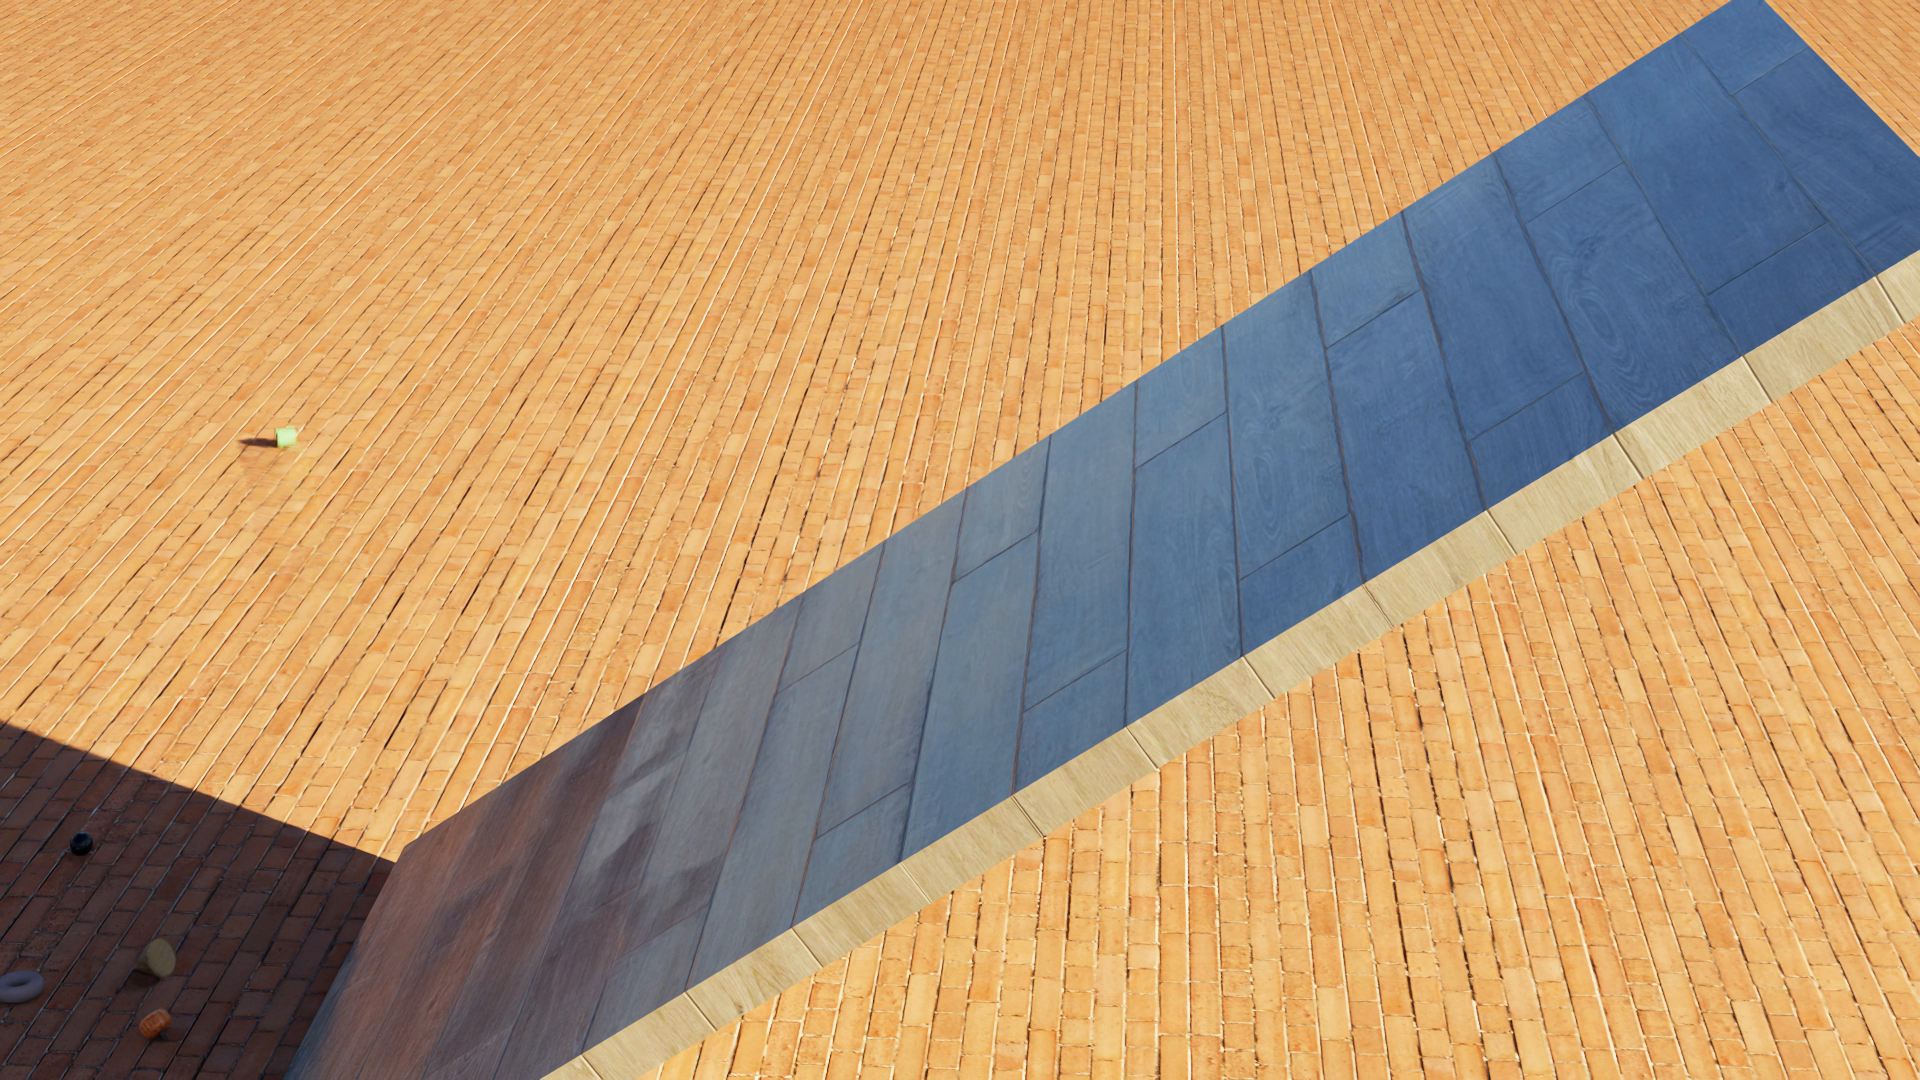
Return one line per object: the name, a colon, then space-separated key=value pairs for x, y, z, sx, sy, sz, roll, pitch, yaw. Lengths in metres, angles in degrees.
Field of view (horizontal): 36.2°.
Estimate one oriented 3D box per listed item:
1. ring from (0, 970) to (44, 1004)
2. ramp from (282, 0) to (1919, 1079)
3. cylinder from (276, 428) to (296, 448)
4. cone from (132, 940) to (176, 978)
ring: x=-2.297 y=1.090 z=7.176 sx=0.122 sy=0.041 sz=0.122 roll=-1 pitch=21 yaw=0
ramp: x=0.136 y=0.174 z=6.306 sx=4.000 sy=0.100 sz=2.000 roll=-32 pitch=16 yaw=15
cylinder: x=-2.499 y=-0.380 z=10.910 sx=0.065 sy=0.065 sz=0.065 roll=-7 pitch=22 yaw=-17
cone: x=-2.013 y=1.050 z=7.275 sx=0.098 sy=0.098 sz=0.098 roll=-21 pitch=13 yaw=23
